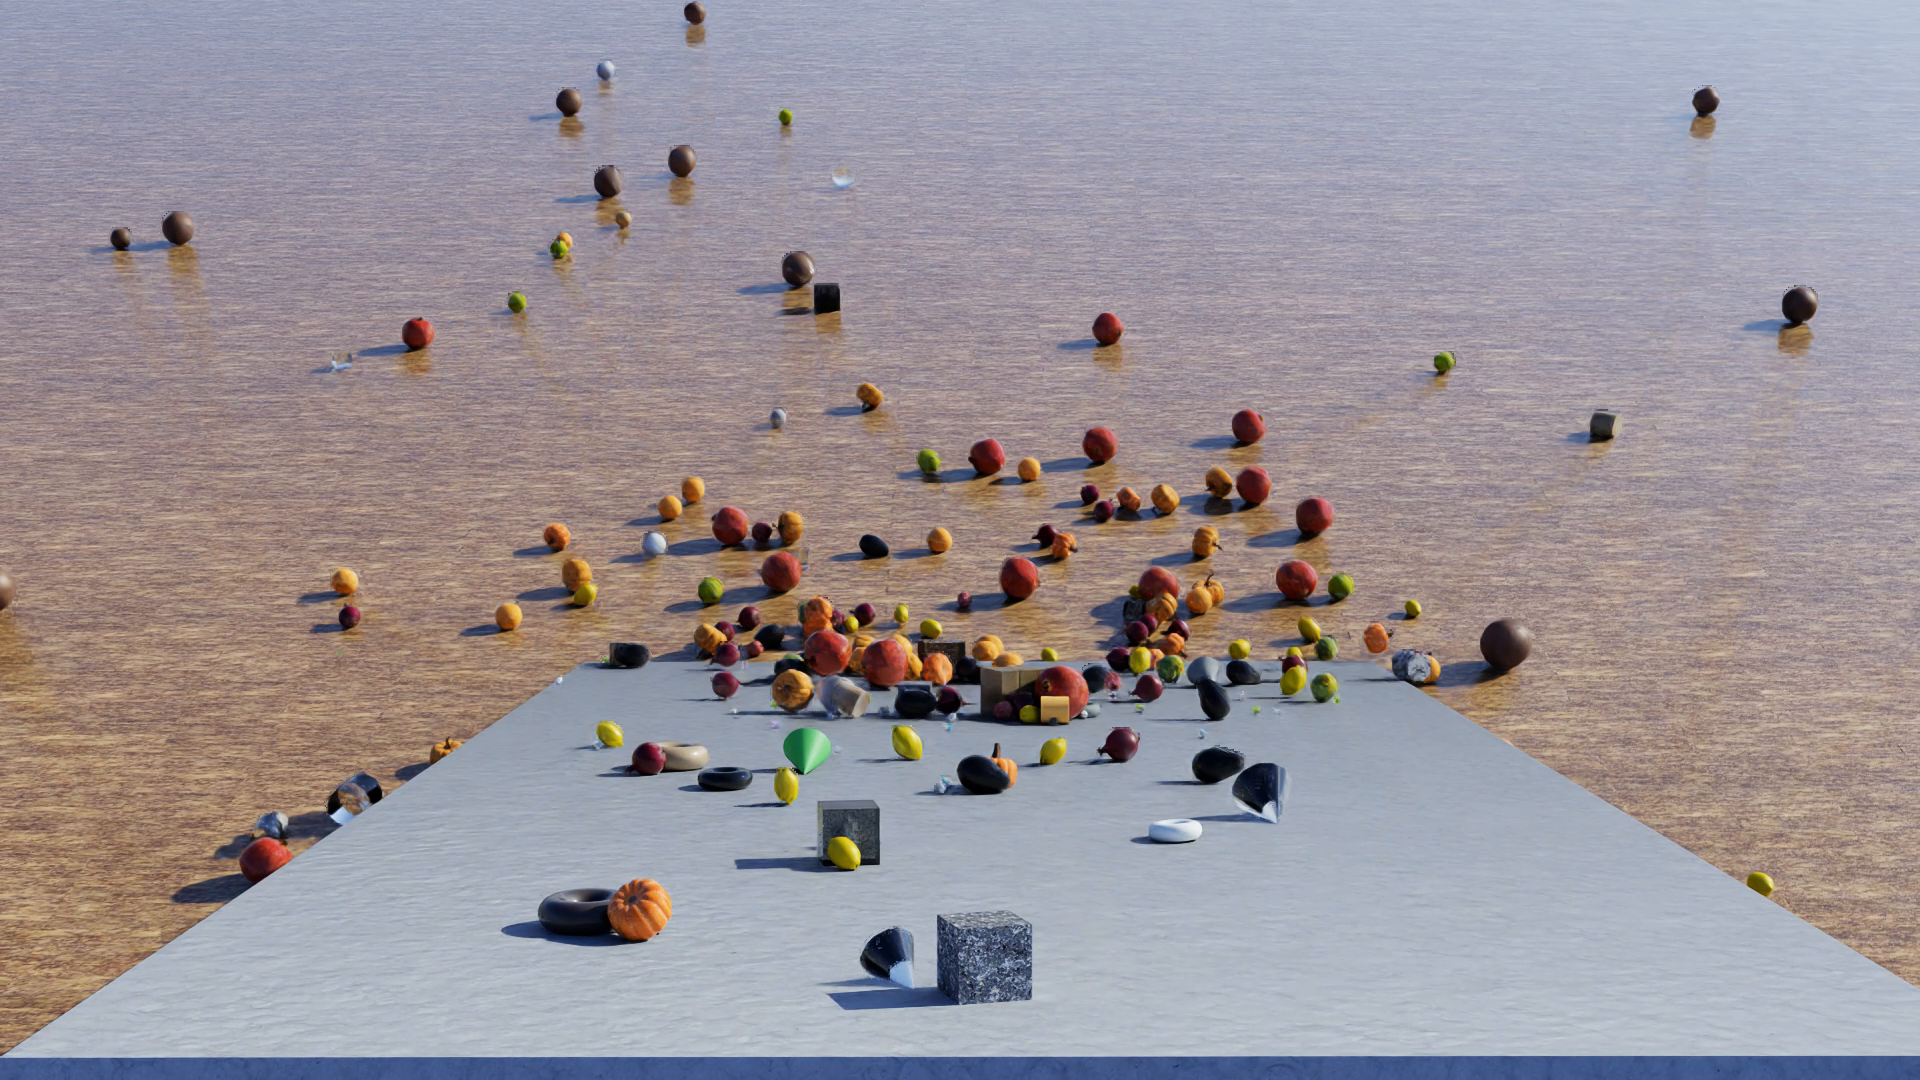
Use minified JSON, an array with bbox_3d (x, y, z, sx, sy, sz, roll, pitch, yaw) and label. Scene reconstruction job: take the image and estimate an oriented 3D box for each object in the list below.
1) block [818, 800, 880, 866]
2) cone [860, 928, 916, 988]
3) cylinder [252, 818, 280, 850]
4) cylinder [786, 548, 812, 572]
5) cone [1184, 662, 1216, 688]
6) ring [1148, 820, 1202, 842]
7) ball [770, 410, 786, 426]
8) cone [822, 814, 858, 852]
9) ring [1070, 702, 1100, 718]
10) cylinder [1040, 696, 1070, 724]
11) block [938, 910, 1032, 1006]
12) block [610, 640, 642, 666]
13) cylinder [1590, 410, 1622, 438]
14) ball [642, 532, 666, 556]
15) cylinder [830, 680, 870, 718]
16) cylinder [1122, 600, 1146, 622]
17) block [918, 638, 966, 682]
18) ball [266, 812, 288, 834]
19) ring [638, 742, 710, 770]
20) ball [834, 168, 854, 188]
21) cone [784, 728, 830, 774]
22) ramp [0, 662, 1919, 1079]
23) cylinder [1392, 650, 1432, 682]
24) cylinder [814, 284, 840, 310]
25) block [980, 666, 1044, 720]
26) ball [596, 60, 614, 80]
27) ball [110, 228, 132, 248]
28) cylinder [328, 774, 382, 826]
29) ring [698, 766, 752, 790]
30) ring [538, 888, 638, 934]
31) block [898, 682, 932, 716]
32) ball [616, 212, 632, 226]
[{"bbox_3d":[-0.158,0.414,3.634,0.080,0.080,0.080,0,3,-9],"label":"block"},{"bbox_3d":[-0.066,0.478,2.854,0.067,0.067,0.067,-15,49,-33],"label":"cone"},{"bbox_3d":[-1.569,0.664,5.816,0.059,0.059,0.059,-4,10,-10],"label":"cylinder"},{"bbox_3d":[-0.462,0.056,7.340,0.054,0.054,0.054,-30,29,-10],"label":"cylinder"},{"bbox_3d":[0.569,0.322,5.905,0.079,0.079,0.079,-9,5,-22],"label":"cone"},{"bbox_3d":[0.319,0.431,3.813,0.081,0.027,0.081,-3,1,0],"label":"ring"},{"bbox_3d":[-0.599,-0.403,8.481,0.056,0.056,0.056,0,22,0],"label":"ball"},{"bbox_3d":[-0.167,0.437,3.733,0.054,0.054,0.054,-7,38,-17],"label":"cone"},{"bbox_3d":[0.254,0.354,5.359,0.079,0.026,0.079,-1,7,0],"label":"ring"},{"bbox_3d":[0.193,0.346,5.226,0.056,0.056,0.056,-1,22,5],"label":"cylinder"},{"bbox_3d":[0.026,0.454,2.801,0.082,0.082,0.082,-1,3,-17],"label":"block"},{"bbox_3d":[-0.841,0.284,6.462,0.057,0.057,0.057,1,3,24],"label":"block"},{"bbox_3d":[2.107,-0.379,8.391,0.076,0.076,0.076,13,25,31],"label":"cylinder"},{"bbox_3d":[-0.884,0.014,7.427,0.068,0.068,0.068,0,22,0],"label":"ball"},{"bbox_3d":[-0.228,0.330,5.337,0.059,0.059,0.059,26,32,25],"label":"cylinder"},{"bbox_3d":[0.476,0.193,7.001,0.052,0.052,0.052,9,23,20],"label":"cylinder"},{"bbox_3d":[-0.045,0.285,6.090,0.092,0.092,0.092,-1,3,-16],"label":"block"},{"bbox_3d":[-1.560,0.646,5.872,0.053,0.053,0.053,0,22,0],"label":"ball"},{"bbox_3d":[-0.510,0.386,4.586,0.126,0.042,0.126,1,2,0],"label":"ring"},{"bbox_3d":[-0.515,-1.612,11.446,0.092,0.092,0.092,0,22,0],"label":"ball"},{"bbox_3d":[-0.272,0.390,4.531,0.085,0.085,0.085,0,29,1],"label":"cone"},{"bbox_3d":[0.051,0.459,4.533,2.000,0.100,4.000,0,3,0],"label":"ramp"},{"bbox_3d":[1.069,0.298,6.091,0.066,0.066,0.066,-17,-3,-36],"label":"cylinder"},{"bbox_3d":[-0.503,-0.918,9.714,0.090,0.090,0.090,-3,22,-6],"label":"cylinder"},{"bbox_3d":[0.109,0.317,5.367,0.099,0.099,0.099,-1,3,-26],"label":"block"},{"bbox_3d":[-1.877,-2.489,13.626,0.096,0.096,0.096,0,22,0],"label":"ball"},{"bbox_3d":[-3.431,-1.232,10.509,0.084,0.084,0.084,0,22,0],"label":"ball"},{"bbox_3d":[-1.397,0.600,5.934,0.091,0.091,0.091,7,23,16],"label":"cylinder"},{"bbox_3d":[-0.397,0.403,4.343,0.094,0.031,0.094,-1,4,0],"label":"ring"},{"bbox_3d":[-0.458,0.458,3.166,0.122,0.041,0.122,0,4,0],"label":"ring"},{"bbox_3d":[-0.094,0.333,5.402,0.065,0.065,0.065,0,3,3],"label":"block"},{"bbox_3d":[-1.416,-1.351,10.831,0.066,0.066,0.066,0,22,0],"label":"ball"}]
